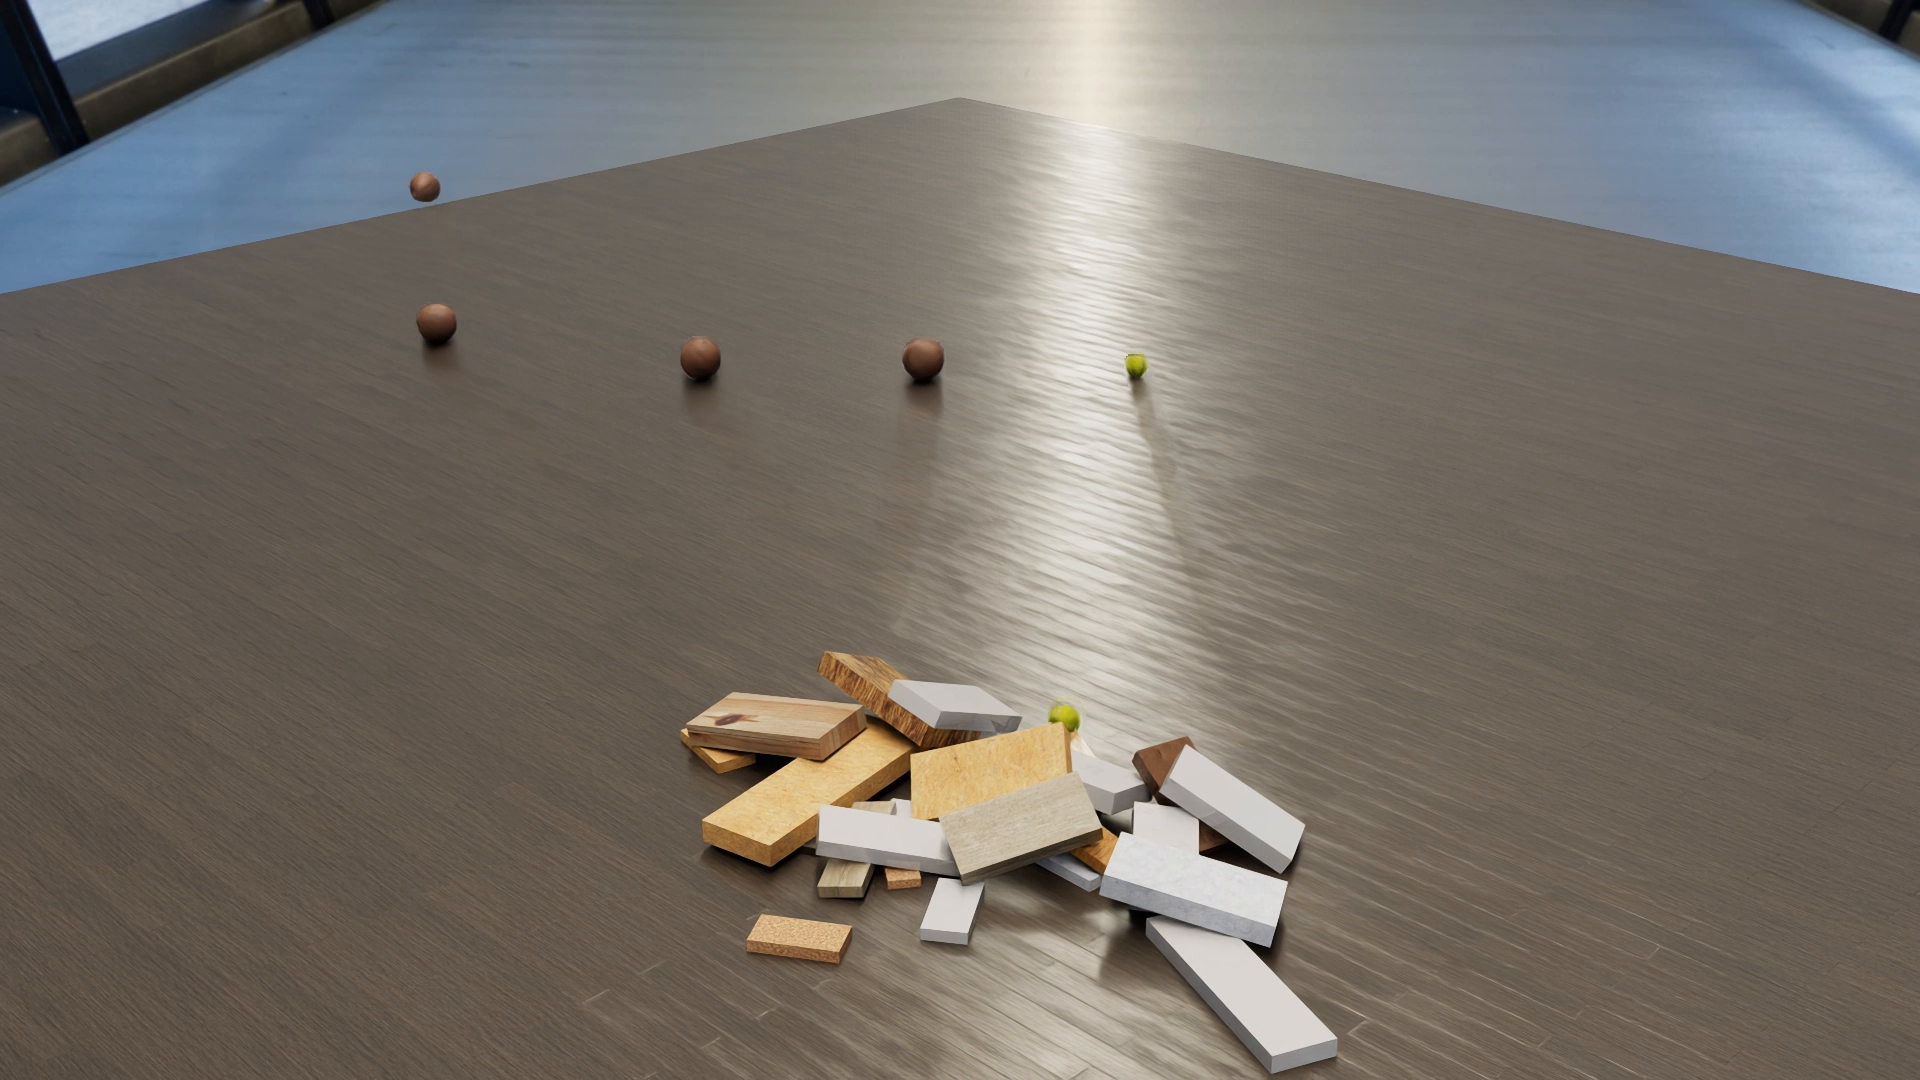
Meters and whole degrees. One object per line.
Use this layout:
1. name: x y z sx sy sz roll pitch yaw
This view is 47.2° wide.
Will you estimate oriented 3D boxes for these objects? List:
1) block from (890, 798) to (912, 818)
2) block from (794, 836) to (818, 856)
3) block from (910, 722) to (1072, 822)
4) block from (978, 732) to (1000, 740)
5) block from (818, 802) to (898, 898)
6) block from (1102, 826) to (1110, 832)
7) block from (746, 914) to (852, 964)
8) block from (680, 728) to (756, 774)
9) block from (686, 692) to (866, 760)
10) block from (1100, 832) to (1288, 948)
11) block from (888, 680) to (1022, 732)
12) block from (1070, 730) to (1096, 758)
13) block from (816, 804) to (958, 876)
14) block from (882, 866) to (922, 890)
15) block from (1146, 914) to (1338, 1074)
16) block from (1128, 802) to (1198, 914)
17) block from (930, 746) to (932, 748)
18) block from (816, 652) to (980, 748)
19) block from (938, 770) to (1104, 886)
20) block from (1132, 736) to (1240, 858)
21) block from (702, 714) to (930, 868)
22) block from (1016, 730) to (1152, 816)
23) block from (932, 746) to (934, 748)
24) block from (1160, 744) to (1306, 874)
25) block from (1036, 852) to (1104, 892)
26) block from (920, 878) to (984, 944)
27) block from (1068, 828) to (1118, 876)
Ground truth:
1. block: -0.124 0.561 4.415 0.064 0.018 0.128 6 24 14
2. block: -0.326 0.591 4.344 0.128 0.018 0.064 8 24 18
3. block: 0.063 0.473 4.378 0.322 0.046 0.161 -13 49 13
4. block: 0.070 0.444 4.643 0.143 0.020 0.072 9 56 19
5. block: -0.198 0.600 4.283 0.087 0.025 0.300 -2 25 13
6. block: 0.228 0.566 4.347 0.088 0.025 0.175 3 13 -25
7. block: -0.292 0.727 4.015 0.174 0.025 0.087 5 24 12
8. block: -0.516 0.440 4.691 0.088 0.025 0.176 -14 27 -30
9. block: -0.388 0.391 4.643 0.342 0.048 0.171 3 22 31
10. block: 0.432 0.642 4.053 0.322 0.046 0.161 16 25 10
11. block: -0.008 0.351 4.631 0.141 0.040 0.283 31 13 36
12. block: 0.226 0.475 4.597 0.120 0.034 0.239 -7 24 -15
13. block: -0.130 0.582 4.254 0.294 0.034 0.120 10 28 -8
14. block: -0.117 0.631 4.251 0.064 0.018 0.128 -4 23 -9
15. block: 0.488 0.782 3.871 0.126 0.036 0.452 -9 25 -21
16. block: 0.389 0.607 4.186 0.126 0.036 0.252 8 37 0
17. block: -0.087 0.418 4.743 0.322 0.025 0.088 -18 29 -36
18. block: -0.131 0.340 4.667 0.342 0.048 0.171 32 13 39
19. block: 0.116 0.550 4.203 0.283 0.040 0.141 -18 49 -7
20. block: 0.459 0.511 4.367 0.126 0.036 0.252 -13 53 -28
21. block: -0.283 0.500 4.464 0.171 0.048 0.526 15 28 32
22. block: 0.208 0.469 4.452 0.337 0.046 0.161 17 14 32
23. block: -0.006 0.398 4.731 0.174 0.025 0.087 -21 39 -39
24. block: 0.534 0.525 4.302 0.283 0.040 0.141 34 29 4
25. block: 0.218 0.622 4.264 0.088 0.025 0.176 -20 30 -39
26. block: -0.013 0.691 4.100 0.088 0.025 0.176 4 23 10
27. block: 0.294 0.610 4.212 0.175 0.025 0.088 34 36 19
